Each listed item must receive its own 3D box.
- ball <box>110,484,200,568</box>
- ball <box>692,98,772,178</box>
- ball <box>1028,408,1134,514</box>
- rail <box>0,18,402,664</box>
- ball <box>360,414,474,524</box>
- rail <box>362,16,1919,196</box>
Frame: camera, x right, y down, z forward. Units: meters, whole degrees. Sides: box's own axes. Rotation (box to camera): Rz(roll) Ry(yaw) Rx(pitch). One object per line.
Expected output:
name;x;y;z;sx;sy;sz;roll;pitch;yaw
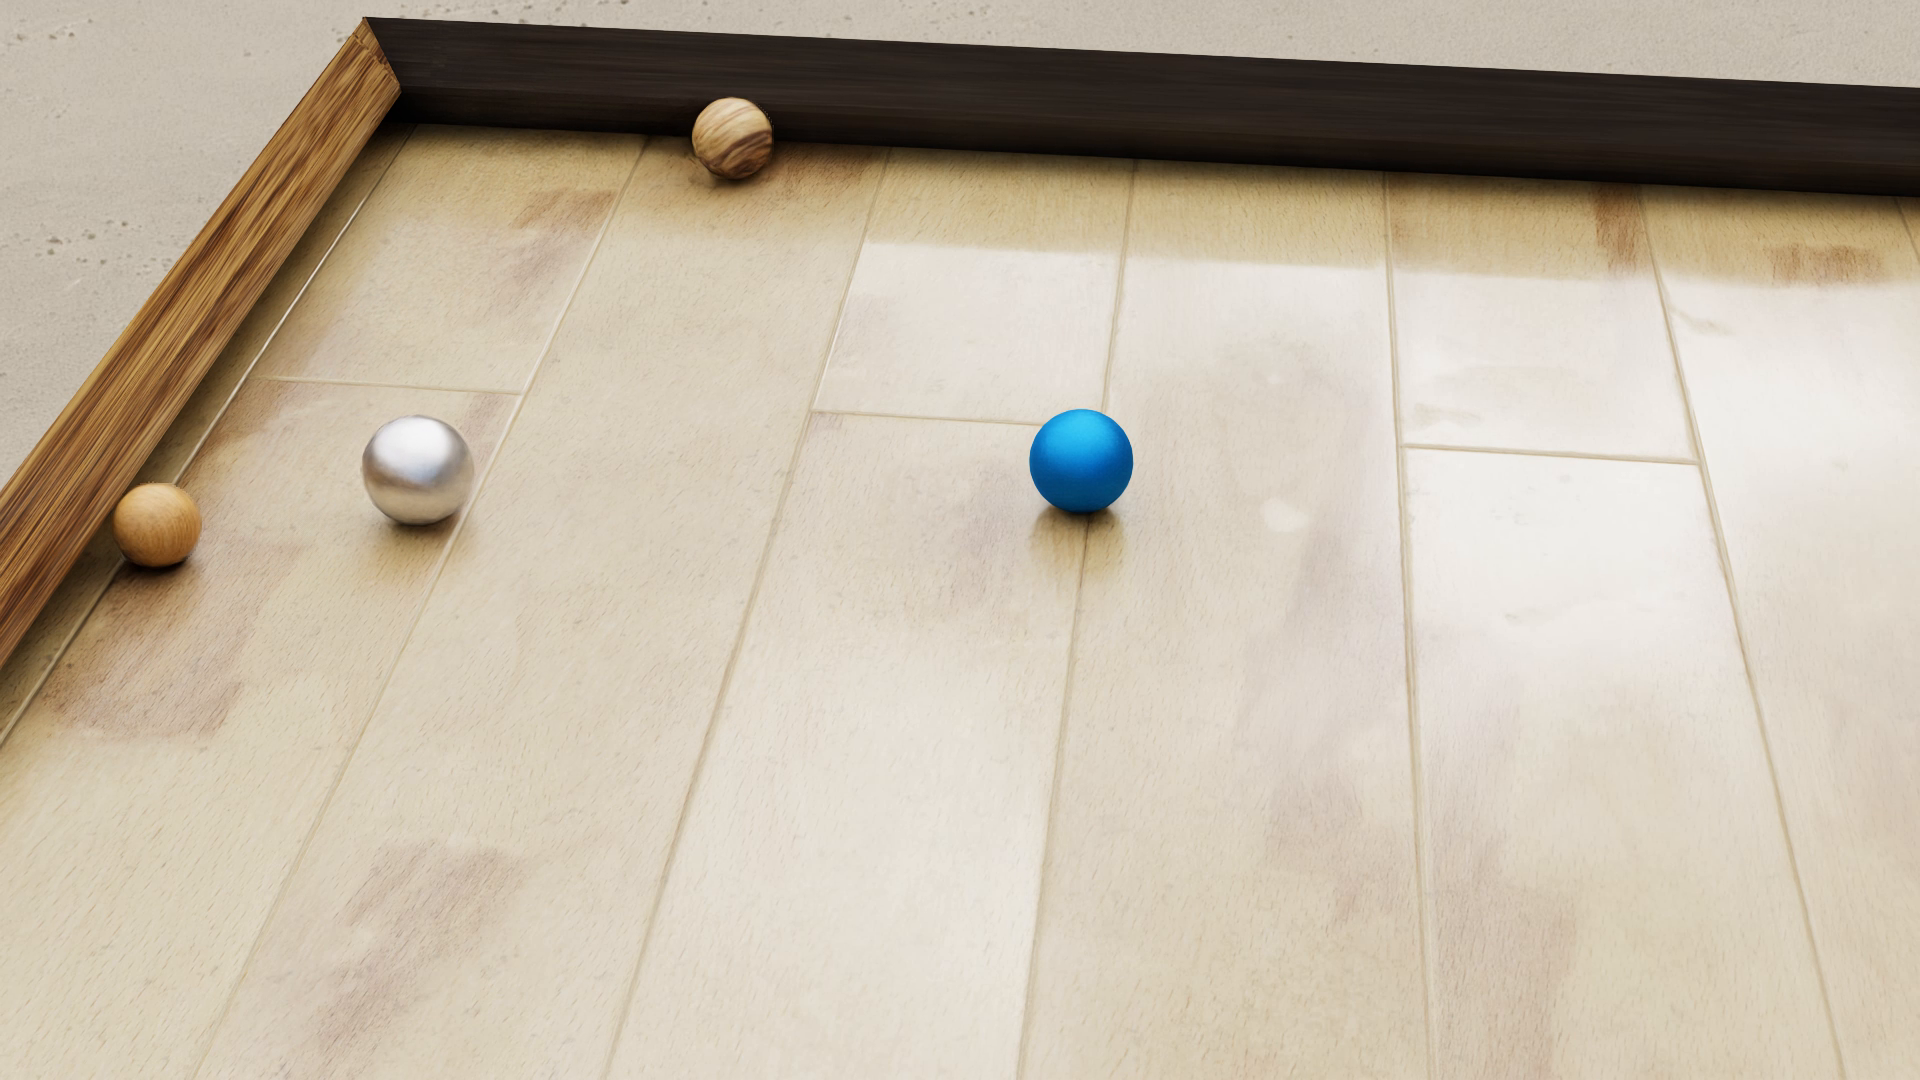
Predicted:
ball;-0.626;-0.011;1.996;0.066;0.066;0.066;0;34;0
ball;-0.226;-0.400;2.552;0.080;0.080;0.080;0;34;0
ball;0.097;-0.063;2.057;0.084;0.084;0.084;0;34;0
rail;-0.670;-0.058;2.020;0.045;0.114;1.523;4;35;5
ball;-0.432;-0.056;2.042;0.088;0.088;0.088;0;34;0
rail;0.776;-0.385;2.498;2.791;0.114;0.045;4;35;5
